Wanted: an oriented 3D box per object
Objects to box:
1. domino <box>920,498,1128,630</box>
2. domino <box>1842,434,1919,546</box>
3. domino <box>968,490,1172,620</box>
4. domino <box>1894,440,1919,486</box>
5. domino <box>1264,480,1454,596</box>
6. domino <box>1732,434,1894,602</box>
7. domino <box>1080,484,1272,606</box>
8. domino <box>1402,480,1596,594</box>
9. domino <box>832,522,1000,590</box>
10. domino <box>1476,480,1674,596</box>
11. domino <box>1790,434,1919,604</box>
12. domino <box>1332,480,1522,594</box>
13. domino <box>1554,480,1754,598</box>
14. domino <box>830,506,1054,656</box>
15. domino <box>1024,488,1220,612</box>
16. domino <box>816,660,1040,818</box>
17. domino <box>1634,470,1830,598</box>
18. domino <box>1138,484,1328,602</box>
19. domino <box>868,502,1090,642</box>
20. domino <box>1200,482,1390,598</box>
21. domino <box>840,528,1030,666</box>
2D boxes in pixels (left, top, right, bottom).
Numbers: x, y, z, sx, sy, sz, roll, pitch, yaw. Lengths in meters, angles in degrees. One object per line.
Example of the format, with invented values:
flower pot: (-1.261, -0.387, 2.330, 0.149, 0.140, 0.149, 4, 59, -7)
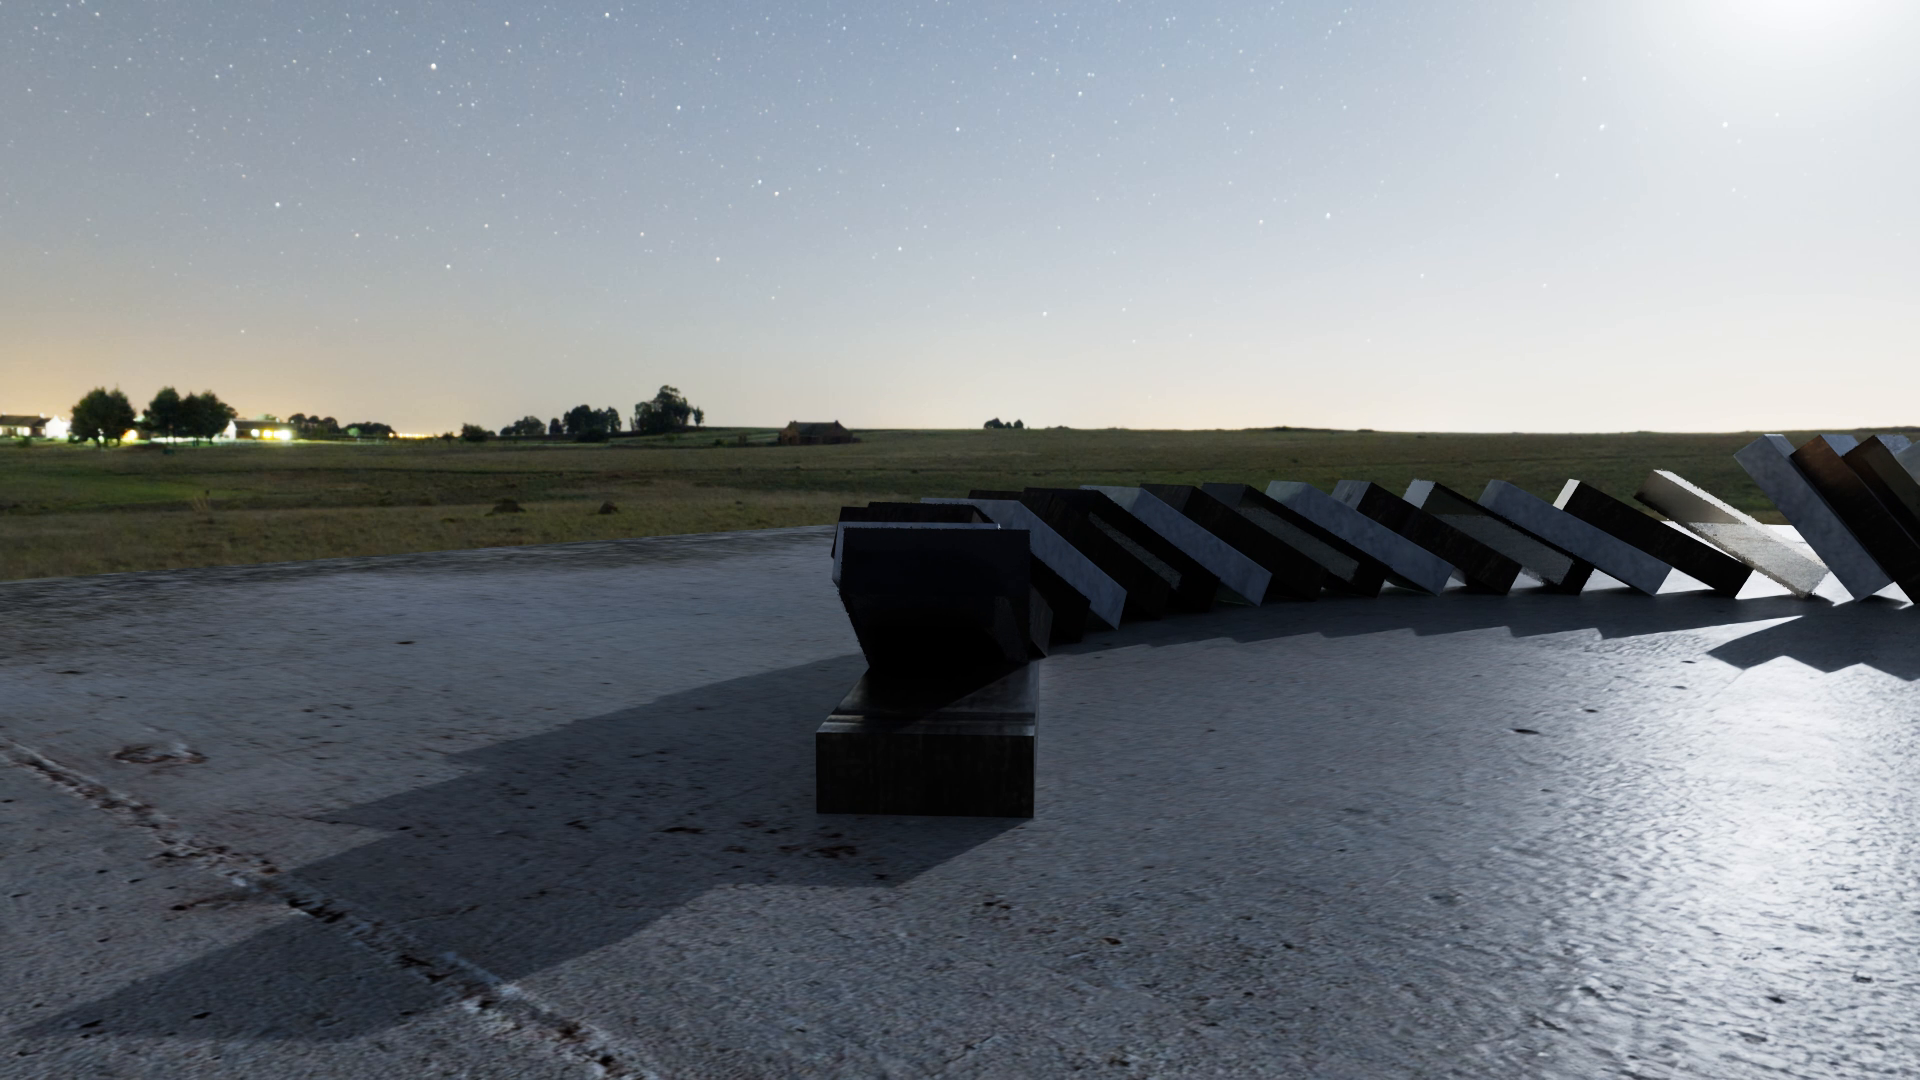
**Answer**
domino: (0.014, 0.006, 0.284, 0.025, 0.009, 0.050, 3, -22, 37)
domino: (0.264, -0.006, 0.346, 0.025, 0.050, 0.010, -3, -33, -39)
domino: (0.025, 0.004, 0.303, 0.025, 0.009, 0.050, 4, -22, 45)
domino: (0.271, -0.005, 0.336, 0.025, 0.050, 0.010, -3, -33, -39)
domino: (0.112, -0.001, 0.367, 0.050, 0.009, 0.025, 28, 0, -9)
domino: (0.241, -0.007, 0.360, 0.025, 0.050, 0.009, -5, -32, -47)
domino: (0.055, 0.002, 0.335, 0.050, 0.010, 0.025, 30, -12, -29)
domino: (0.155, -0.001, 0.374, 0.050, 0.009, 0.025, 28, 6, 3)
domino: (-0.003, 0.011, 0.218, 0.025, 0.009, 0.050, 1, -22, 9)
domino: (0.177, -0.001, 0.374, 0.050, 0.009, 0.025, 30, 10, 10)
domino: (0.255, -0.007, 0.355, 0.025, 0.050, 0.010, -3, -33, -39)
domino: (0.133, -0.001, 0.371, 0.050, 0.009, 0.025, 28, 2, -5)
domino: (0.199, -0.001, 0.370, 0.050, 0.009, 0.025, 31, 13, 15)
domino: (-0.002, 0.009, 0.241, 0.025, 0.010, 0.050, 2, -23, 22)
domino: (0.039, 0.003, 0.319, 0.050, 0.010, 0.025, 32, -17, -36)
domino: (-0.002, 0.025, 0.172, 0.025, 0.010, 0.050, 0, 4, 4)
domino: (0.222, -0.003, 0.368, 0.050, 0.010, 0.025, 40, 25, 30)
domino: (0.073, 0.001, 0.348, 0.050, 0.010, 0.025, 29, -8, -24)
domino: (0.004, 0.007, 0.265, 0.025, 0.010, 0.050, 3, -22, 35)
domino: (0.092, 0.000, 0.358, 0.050, 0.009, 0.025, 28, -4, -16)
domino: (-0.002, 0.012, 0.193, 0.025, 0.009, 0.050, 1, -22, 3)
